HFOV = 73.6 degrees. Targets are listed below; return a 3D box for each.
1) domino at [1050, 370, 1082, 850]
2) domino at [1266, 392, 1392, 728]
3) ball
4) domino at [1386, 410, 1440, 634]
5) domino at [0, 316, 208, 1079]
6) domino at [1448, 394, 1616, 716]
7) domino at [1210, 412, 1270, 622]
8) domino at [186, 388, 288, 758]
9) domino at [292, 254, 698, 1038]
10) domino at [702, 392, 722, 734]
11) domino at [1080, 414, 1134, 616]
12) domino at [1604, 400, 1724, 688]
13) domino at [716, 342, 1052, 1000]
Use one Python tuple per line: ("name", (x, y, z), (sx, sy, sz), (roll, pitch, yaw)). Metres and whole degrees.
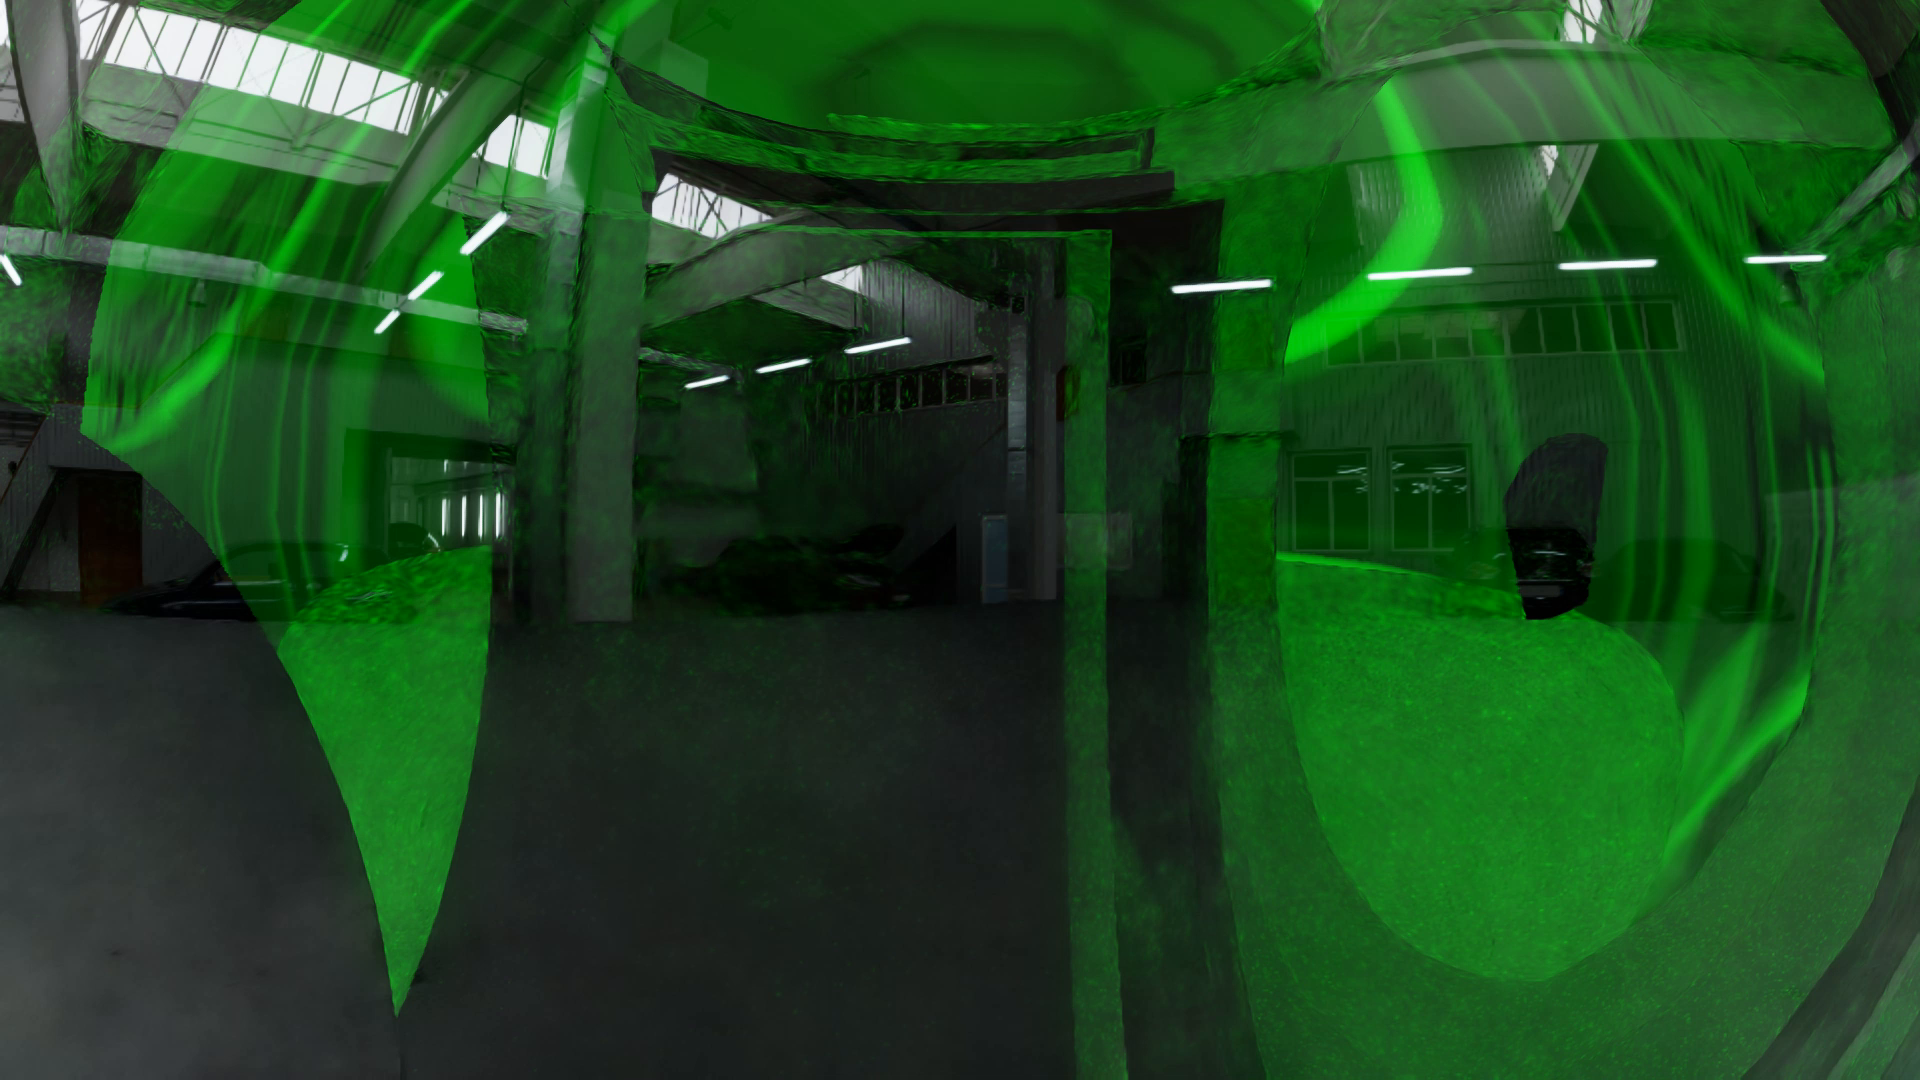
("domino", (0.000, 0.007, 0.140), (0.025, 0.050, 0.010), (1, 4, 10))
("domino", (0.058, 0.002, 0.204), (0.009, 0.050, 0.025), (-1, 4, -7))
("ball", (0.001, -0.002, 0.054), (0.080, 0.080, 0.080), (0, 4, 0))
("domino", (0.100, -0.005, 0.297), (0.025, 0.050, 0.009), (-4, 6, -43))
("domino", (-0.061, 0.012, 0.077), (0.009, 0.050, 0.025), (2, 5, 24))
("domino", (0.094, 0.002, 0.212), (0.009, 0.050, 0.025), (-1, 5, -18))
("domino", (0.071, -0.006, 0.319), (0.010, 0.050, 0.025), (3, 5, 30))
("domino", (-0.104, 0.004, 0.185), (0.009, 0.050, 0.025), (-2, 5, -26))
("domino", (-0.036, 0.008, 0.094), (0.009, 0.050, 0.025), (-4, -24, -43))
("domino", (-0.033, 0.003, 0.199), (0.009, 0.050, 0.025), (0, 4, -3))
("domino", (0.037, -0.007, 0.329), (0.009, 0.050, 0.025), (0, 4, -4))
("domino", (0.122, 0.000, 0.232), (0.025, 0.050, 0.009), (2, 5, 25))
("domino", (-0.006, 0.010, 0.104), (0.025, 0.050, 0.009), (1, 4, 13))
